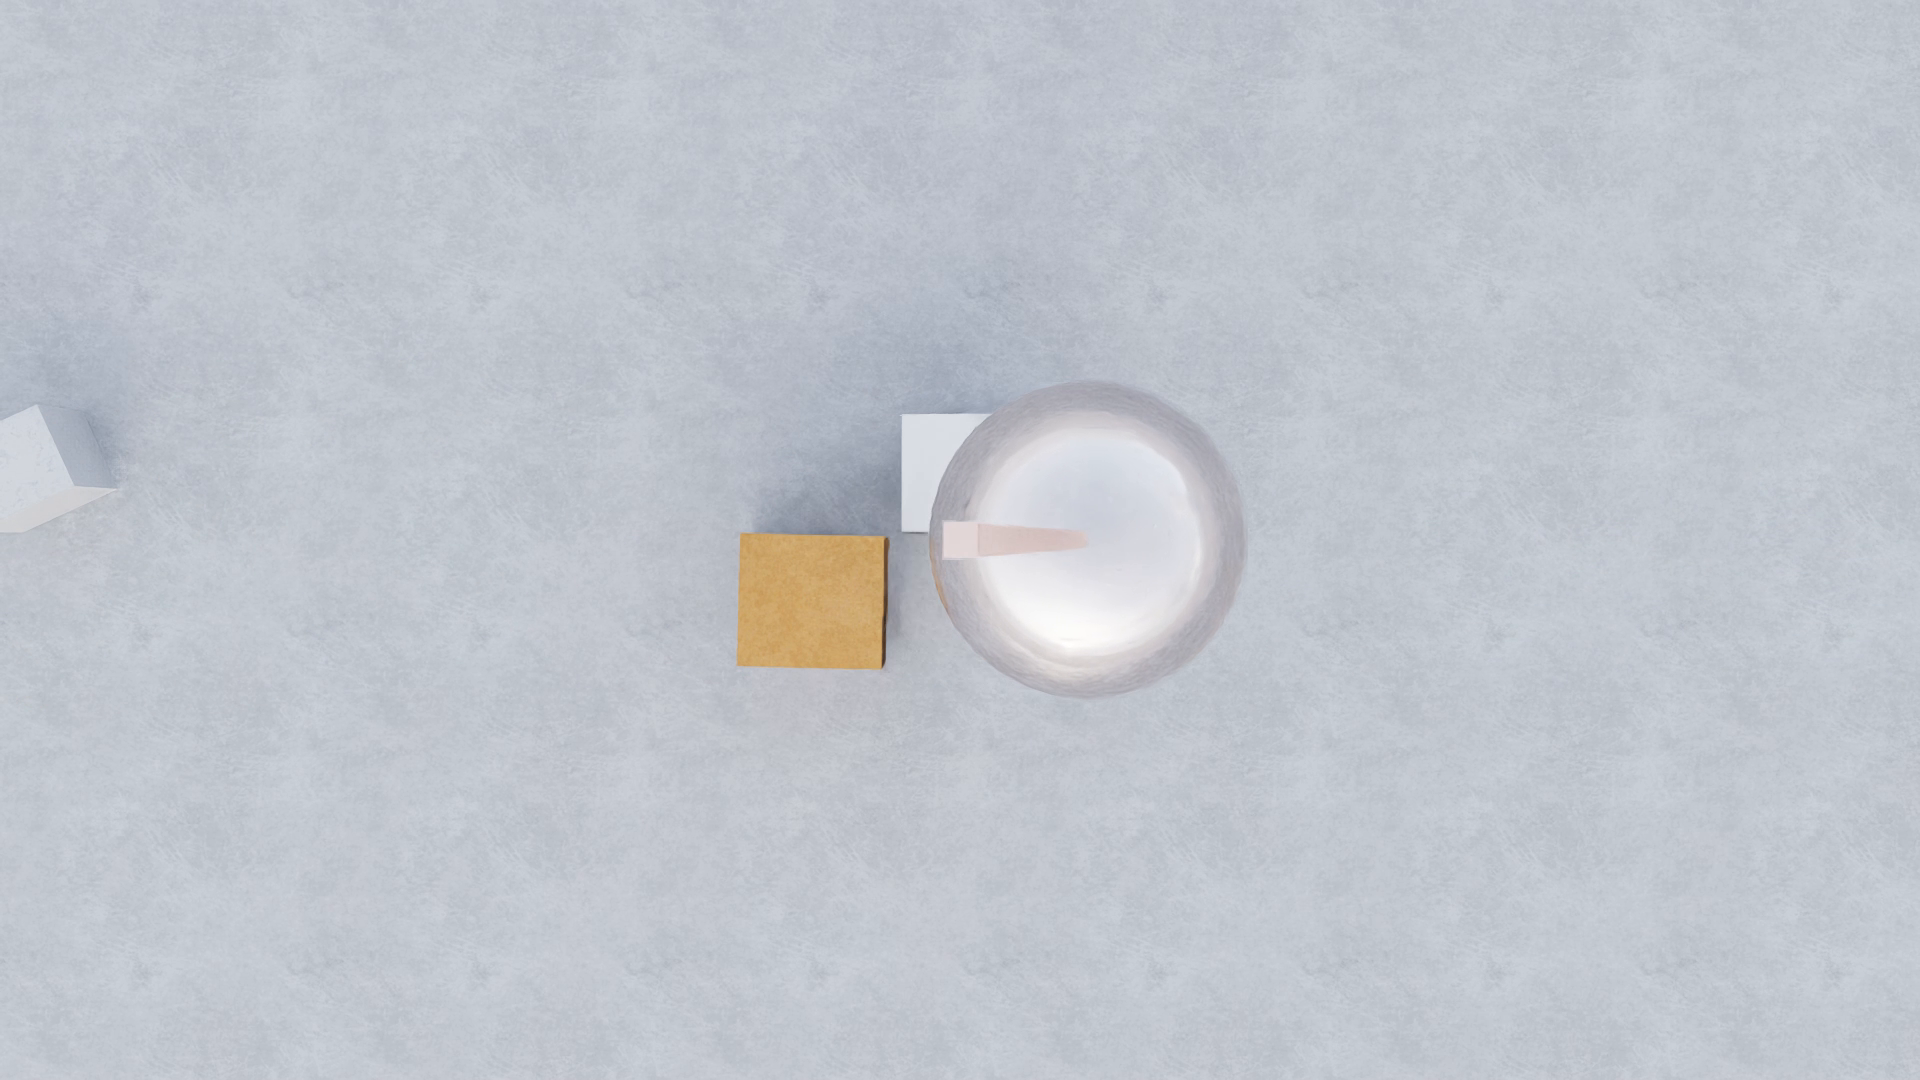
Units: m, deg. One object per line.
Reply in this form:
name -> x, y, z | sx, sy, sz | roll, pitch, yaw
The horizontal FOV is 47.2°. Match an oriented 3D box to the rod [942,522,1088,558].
rod -> 0.278, 0.000, 7.645 | 0.080, 5.200, 0.080 | 0, 90, 6

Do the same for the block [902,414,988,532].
block -> -0.014, -0.377, 12.729 | 0.631, 0.543, 0.670 | 0, 90, 0

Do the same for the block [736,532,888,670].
block -> -0.833, 0.343, 12.634 | 0.807, 0.732, 0.744 | 2, 90, 0

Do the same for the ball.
ball -> 0.641, 0.000, 11.026 | 1.600, 1.600, 1.600 | 0, 90, 0

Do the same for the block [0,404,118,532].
block -> -5.362, -0.403, 12.678 | 0.618, 0.644, 0.506 | -25, 90, 0
